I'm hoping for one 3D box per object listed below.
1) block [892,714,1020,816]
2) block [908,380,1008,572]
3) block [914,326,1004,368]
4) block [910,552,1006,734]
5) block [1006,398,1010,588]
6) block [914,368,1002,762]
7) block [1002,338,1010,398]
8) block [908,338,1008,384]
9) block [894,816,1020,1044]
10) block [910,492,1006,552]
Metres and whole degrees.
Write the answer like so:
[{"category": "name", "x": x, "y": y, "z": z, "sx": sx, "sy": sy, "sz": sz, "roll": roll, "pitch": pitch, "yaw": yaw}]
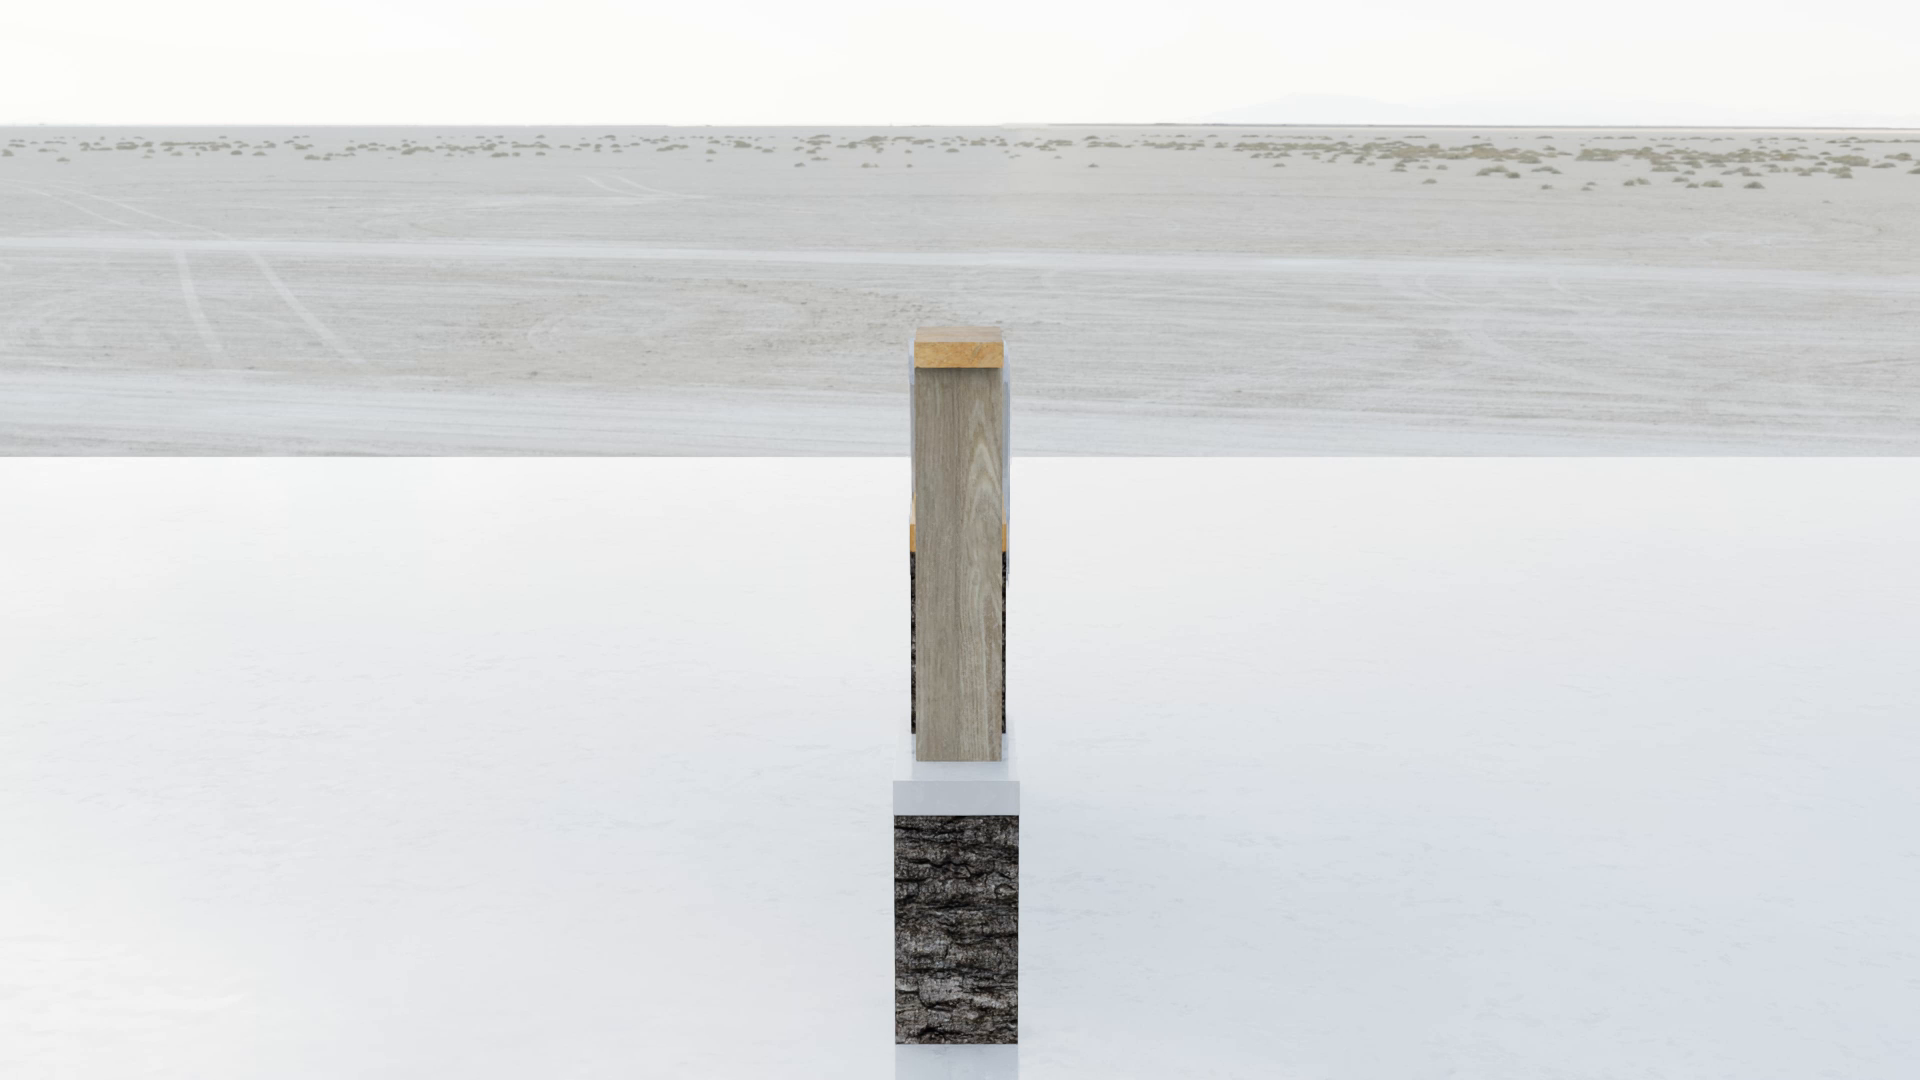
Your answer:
[{"category": "block", "x": -0.005, "y": 0.316, "z": 3.132, "sx": 0.171, "sy": 0.049, "sz": 0.343, "roll": 0, "pitch": 11, "yaw": 0}, {"category": "block", "x": -0.002, "y": -0.099, "z": 3.414, "sx": 0.150, "sy": 0.301, "sz": 0.043, "roll": -1, "pitch": 10, "yaw": -4}, {"category": "block", "x": -0.002, "y": -0.268, "z": 3.039, "sx": 0.118, "sy": 0.034, "sz": 0.237, "roll": 0, "pitch": 11, "yaw": 0}, {"category": "block", "x": -0.002, "y": 0.142, "z": 3.183, "sx": 0.137, "sy": 0.274, "sz": 0.039, "roll": 0, "pitch": 11, "yaw": 0}, {"category": "block", "x": 0.000, "y": -0.088, "z": 3.847, "sx": 0.171, "sy": 0.342, "sz": 0.048, "roll": 0, "pitch": 12, "yaw": 0}, {"category": "block", "x": -0.002, "y": 0.034, "z": 3.015, "sx": 0.118, "sy": 0.550, "sz": 0.034, "roll": 0, "pitch": 11, "yaw": 0}, {"category": "block", "x": 0.000, "y": -0.307, "z": 3.916, "sx": 0.171, "sy": 0.048, "sz": 0.342, "roll": 0, "pitch": 14, "yaw": 0}, {"category": "block", "x": -0.006, "y": -0.286, "z": 3.480, "sx": 0.150, "sy": 0.043, "sz": 0.301, "roll": -1, "pitch": 10, "yaw": -2}, {"category": "block", "x": -0.005, "y": 0.530, "z": 3.056, "sx": 0.171, "sy": 0.343, "sz": 0.049, "roll": 0, "pitch": 11, "yaw": 0}, {"category": "block", "x": -0.002, "y": -0.028, "z": 3.245, "sx": 0.137, "sy": 0.039, "sz": 0.274, "roll": 0, "pitch": 11, "yaw": 0}]
